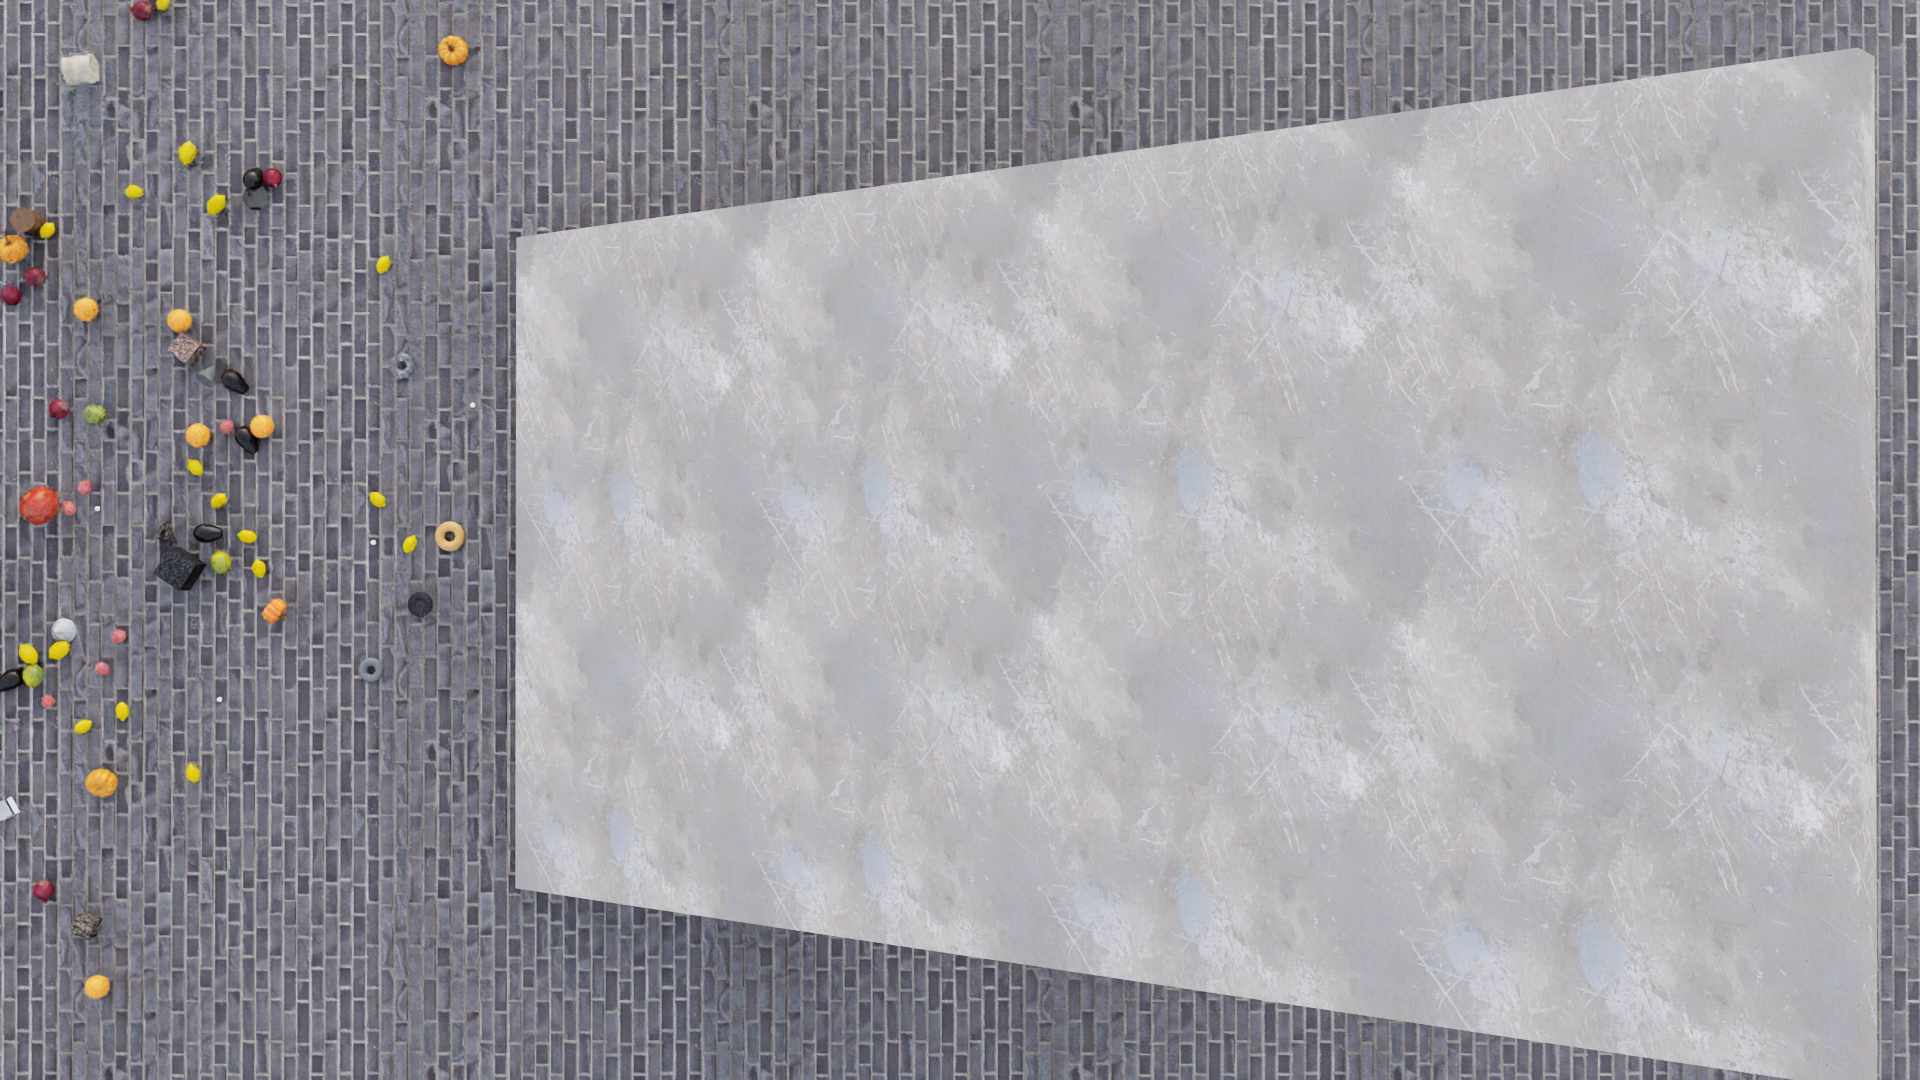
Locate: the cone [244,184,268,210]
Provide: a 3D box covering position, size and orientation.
[{"bbox_3d":[-2.191,-1.066,6.803,0.079,0.079,0.079,0,90,0],"label":"cone"}]

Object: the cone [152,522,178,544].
[{"bbox_3d":[-2.454,-0.009,6.820,0.069,0.069,0.069,-45,116,0],"label":"cone"}]

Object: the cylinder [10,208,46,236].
[{"bbox_3d":[-2.884,-0.985,6.804,0.076,0.076,0.076,0,90,0],"label":"cylinder"}]

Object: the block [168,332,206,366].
[{"bbox_3d":[-2.392,-0.592,6.804,0.071,0.071,0.071,38,90,0],"label":"block"}]

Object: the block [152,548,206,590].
[{"bbox_3d":[-2.407,0.089,6.787,0.097,0.097,0.097,34,90,0],"label":"block"}]

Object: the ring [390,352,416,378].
[{"bbox_3d":[-1.732,-0.542,6.826,0.080,0.027,0.080,0,90,-1],"label":"ring"}]

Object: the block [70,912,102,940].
[{"bbox_3d":[-2.700,1.193,6.799,0.060,0.060,0.060,19,90,0],"label":"block"}]

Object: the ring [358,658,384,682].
[{"bbox_3d":[-1.826,0.403,6.821,0.078,0.026,0.078,0,90,-1],"label":"ring"}]

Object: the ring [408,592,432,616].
[{"bbox_3d":[-1.674,0.200,6.822,0.079,0.026,0.079,0,89,-1],"label":"ring"}]

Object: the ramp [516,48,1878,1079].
[{"bbox_3d":[0.212,0.062,5.528,4.000,0.100,2.000,0,90,39],"label":"ramp"}]

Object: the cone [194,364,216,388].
[{"bbox_3d":[-2.327,-0.521,6.824,0.067,0.067,0.067,26,63,0],"label":"cone"}]

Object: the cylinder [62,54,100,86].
[{"bbox_3d":[-2.718,-1.454,6.798,0.086,0.086,0.086,-7,90,0],"label":"cylinder"}]

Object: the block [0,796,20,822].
[{"bbox_3d":[-2.957,0.834,6.802,0.056,0.056,0.056,-29,90,0],"label":"block"}]

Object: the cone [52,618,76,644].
[{"bbox_3d":[-2.785,0.282,6.795,0.078,0.078,0.078,0,90,0],"label":"cone"}]

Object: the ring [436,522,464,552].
[{"bbox_3d":[-1.582,-0.011,6.821,0.094,0.031,0.094,0,91,1],"label":"ring"}]
